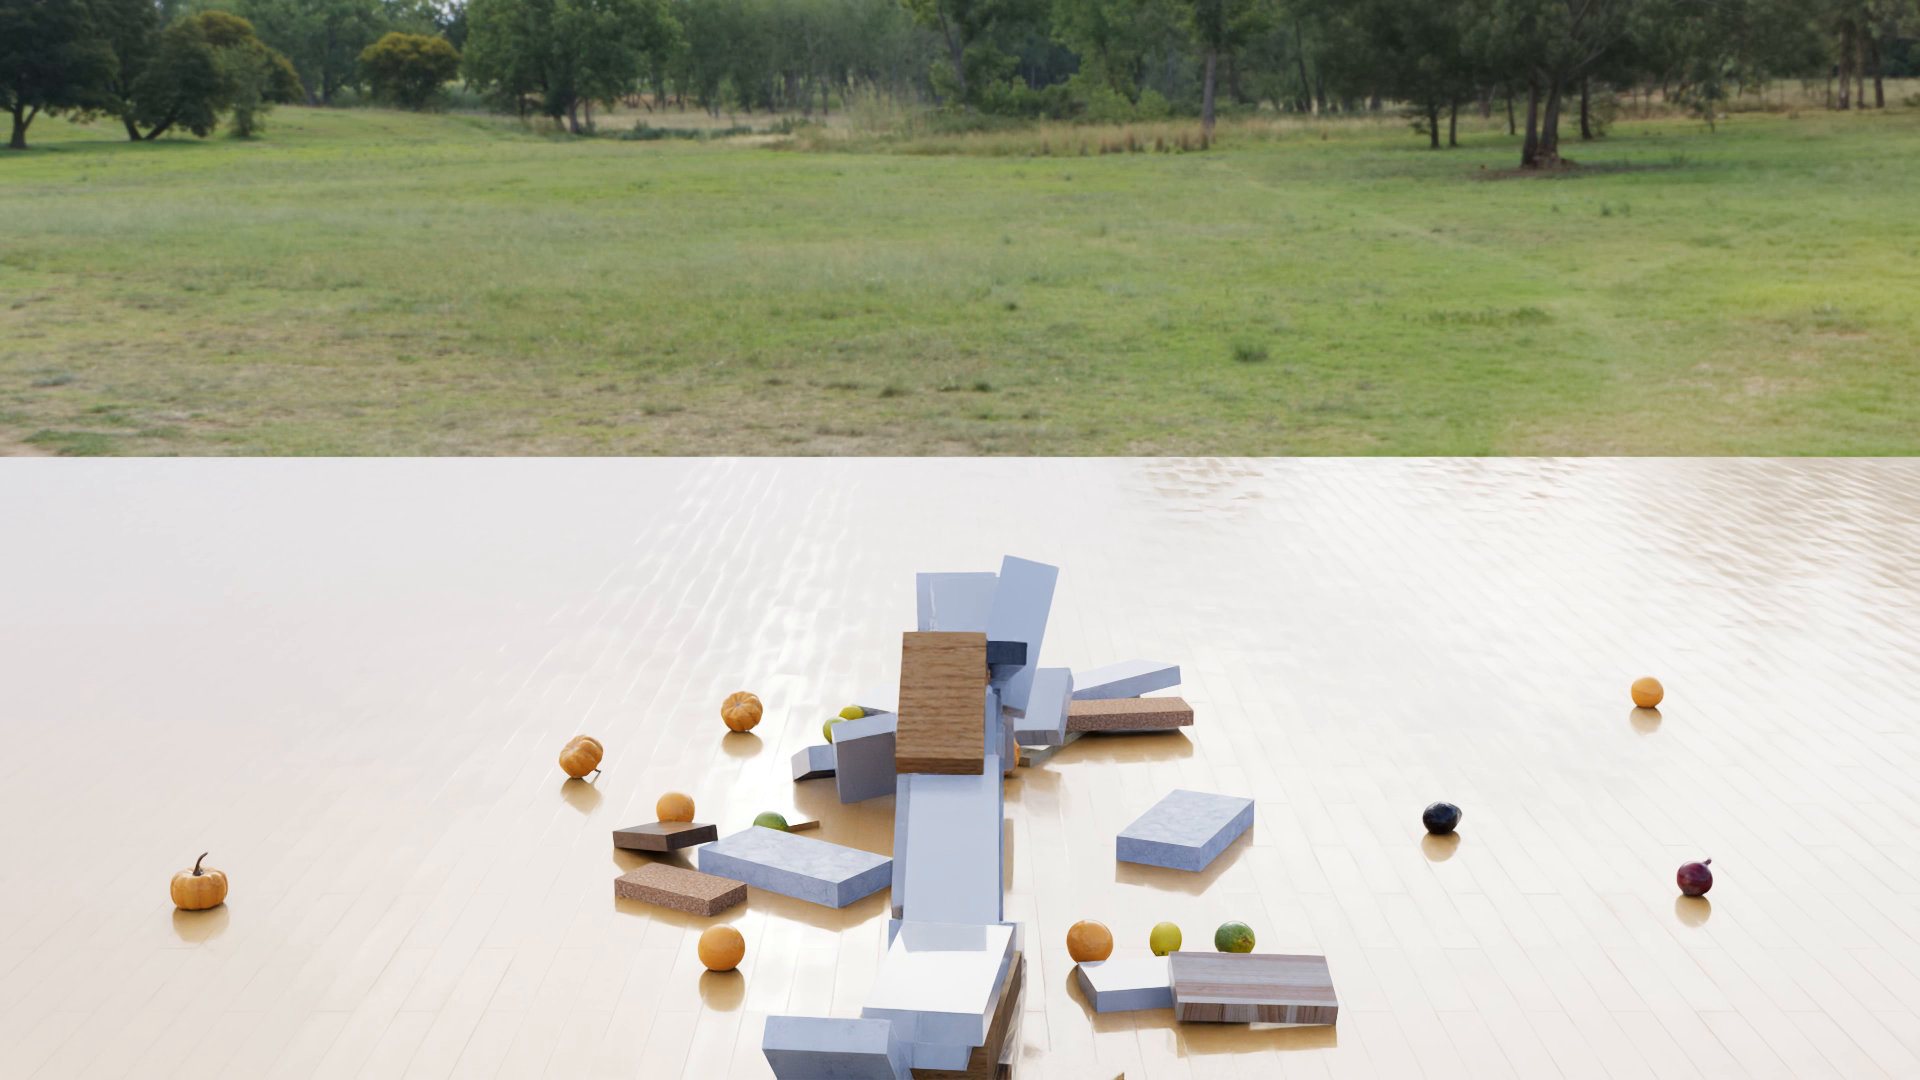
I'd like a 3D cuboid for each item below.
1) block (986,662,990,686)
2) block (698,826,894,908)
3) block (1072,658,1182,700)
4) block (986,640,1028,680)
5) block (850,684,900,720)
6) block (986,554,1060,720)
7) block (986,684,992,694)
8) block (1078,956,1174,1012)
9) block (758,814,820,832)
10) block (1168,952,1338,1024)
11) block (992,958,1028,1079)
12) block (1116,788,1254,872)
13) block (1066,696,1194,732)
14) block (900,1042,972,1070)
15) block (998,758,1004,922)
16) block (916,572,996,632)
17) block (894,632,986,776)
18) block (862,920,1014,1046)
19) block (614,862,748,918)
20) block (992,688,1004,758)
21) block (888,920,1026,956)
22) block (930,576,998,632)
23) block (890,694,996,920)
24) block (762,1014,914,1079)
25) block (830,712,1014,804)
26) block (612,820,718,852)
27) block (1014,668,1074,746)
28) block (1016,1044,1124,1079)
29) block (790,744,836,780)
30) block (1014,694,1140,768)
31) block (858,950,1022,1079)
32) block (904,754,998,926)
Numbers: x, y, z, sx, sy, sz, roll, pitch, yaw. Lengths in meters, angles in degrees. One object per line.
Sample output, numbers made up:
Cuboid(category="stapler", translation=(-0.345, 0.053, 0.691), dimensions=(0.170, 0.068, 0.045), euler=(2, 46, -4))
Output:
Cuboid(category="block", translation=(-0.003, 0.214, 3.531), dimensions=(0.095, 0.027, 0.191), euler=(2, -9, 3))
Cuboid(category="block", translation=(-0.280, 0.554, 3.744), dimensions=(0.308, 0.044, 0.154), euler=(8, 13, 35))
Cuboid(category="block", translation=(0.295, 0.326, 4.865), dimensions=(0.374, 0.044, 0.154), euler=(-11, 9, -33))
Cuboid(category="block", translation=(0.030, 0.196, 3.612), dimensions=(0.130, 0.037, 0.260), euler=(4, -9, -4))
Cuboid(category="block", translation=(-0.104, 0.363, 4.738), dimensions=(0.238, 0.034, 0.119), euler=(7, 24, 35))
Cuboid(category="block", translation=(0.094, 0.165, 3.816), dimensions=(0.100, 0.028, 0.310), euler=(13, 53, 3))
Cuboid(category="block", translation=(-0.012, 0.238, 3.514), dimensions=(0.095, 0.027, 0.191), euler=(1, -9, 12))
Cuboid(category="block", translation=(0.300, 0.652, 3.246), dimensions=(0.230, 0.033, 0.115), euler=(-2, 11, -11))
Cuboid(category="block", translation=(-0.312, 0.519, 4.011), dimensions=(0.099, 0.014, 0.049), euler=(-7, 12, -32))
Cuboid(category="block", translation=(0.420, 0.645, 3.169), dimensions=(0.230, 0.033, 0.115), euler=(2, 28, -3))
Cuboid(category="block", translation=(-0.008, 0.652, 2.964), dimensions=(0.178, 0.050, 0.356), euler=(1, 11, 5))
Cuboid(category="block", translation=(0.407, 0.517, 3.941), dimensions=(0.154, 0.044, 0.308), euler=(5, 12, 25))
Cuboid(category="block", translation=(0.274, 0.370, 4.652), dimensions=(0.422, 0.034, 0.119), euler=(-2, 11, -9))
Cuboid(category="block", translation=(-0.036, 0.598, 2.754), dimensions=(0.115, 0.033, 0.229), euler=(1, 11, 7))
Cuboid(category="block", translation=(-0.003, 0.475, 3.495), dimensions=(0.144, 0.287, 0.041), euler=(0, 8, 0))
Cuboid(category="block", translation=(-0.003, 0.176, 3.954), dimensions=(0.147, 0.042, 0.294), euler=(0, 44, -2))
Cuboid(category="block", translation=(-0.027, 0.246, 3.349), dimensions=(0.130, 0.037, 0.260), euler=(1, 43, 1))
Cuboid(category="block", translation=(-0.024, 0.556, 2.777), dimensions=(0.147, 0.042, 0.293), euler=(1, 11, 8))
Cuboid(category="block", translation=(-0.464, 0.579, 3.650), dimensions=(0.201, 0.028, 0.100), euler=(6, 12, 31))
Cuboid(category="block", translation=(-0.003, 0.295, 3.569), dimensions=(0.144, 0.041, 0.287), euler=(0, 10, 0))
Cuboid(category="block", translation=(0.000, 0.585, 3.230), dimensions=(0.178, 0.050, 0.356), euler=(1, -10, 4))
Cuboid(category="block", translation=(0.018, 0.163, 3.870), dimensions=(0.119, 0.034, 0.238), euler=(-1, 45, -8))
Cuboid(category="block", translation=(-0.022, 0.398, 3.322), dimensions=(0.147, 0.042, 0.373), euler=(1, 52, 1))
Cuboid(category="block", translation=(-0.134, 0.655, 2.643), dimensions=(0.147, 0.293, 0.042), euler=(0, 54, 10))
Cuboid(category="block", translation=(-0.068, 0.391, 4.146), dimensions=(0.338, 0.169, 0.048), euler=(-10, 42, -9))
Cuboid(category="block", translation=(-0.518, 0.518, 3.857), dimensions=(0.100, 0.028, 0.201), euler=(-8, 0, -36))
Cuboid(category="block", translation=(0.055, 0.345, 4.542), dimensions=(0.338, 0.048, 0.169), euler=(-2, 44, 16))
Cuboid(category="block", translation=(0.049, 0.712, 2.898), dimensions=(0.301, 0.042, 0.150), euler=(7, 13, 33))
Cuboid(category="block", translation=(-0.146, 0.421, 4.280), dimensions=(0.338, 0.048, 0.169), euler=(-3, -11, -17))
Cuboid(category="block", translation=(0.240, 0.394, 4.671), dimensions=(0.069, 0.020, 0.595), euler=(5, 12, 26))
Cuboid(category="block", translation=(-0.030, 0.620, 2.864), dimensions=(0.178, 0.050, 0.356), euler=(1, 11, 8))
Cuboid(category="block", translation=(-0.010, 0.450, 3.130), dimensions=(0.130, 0.037, 0.437), euler=(0, 31, 1))
